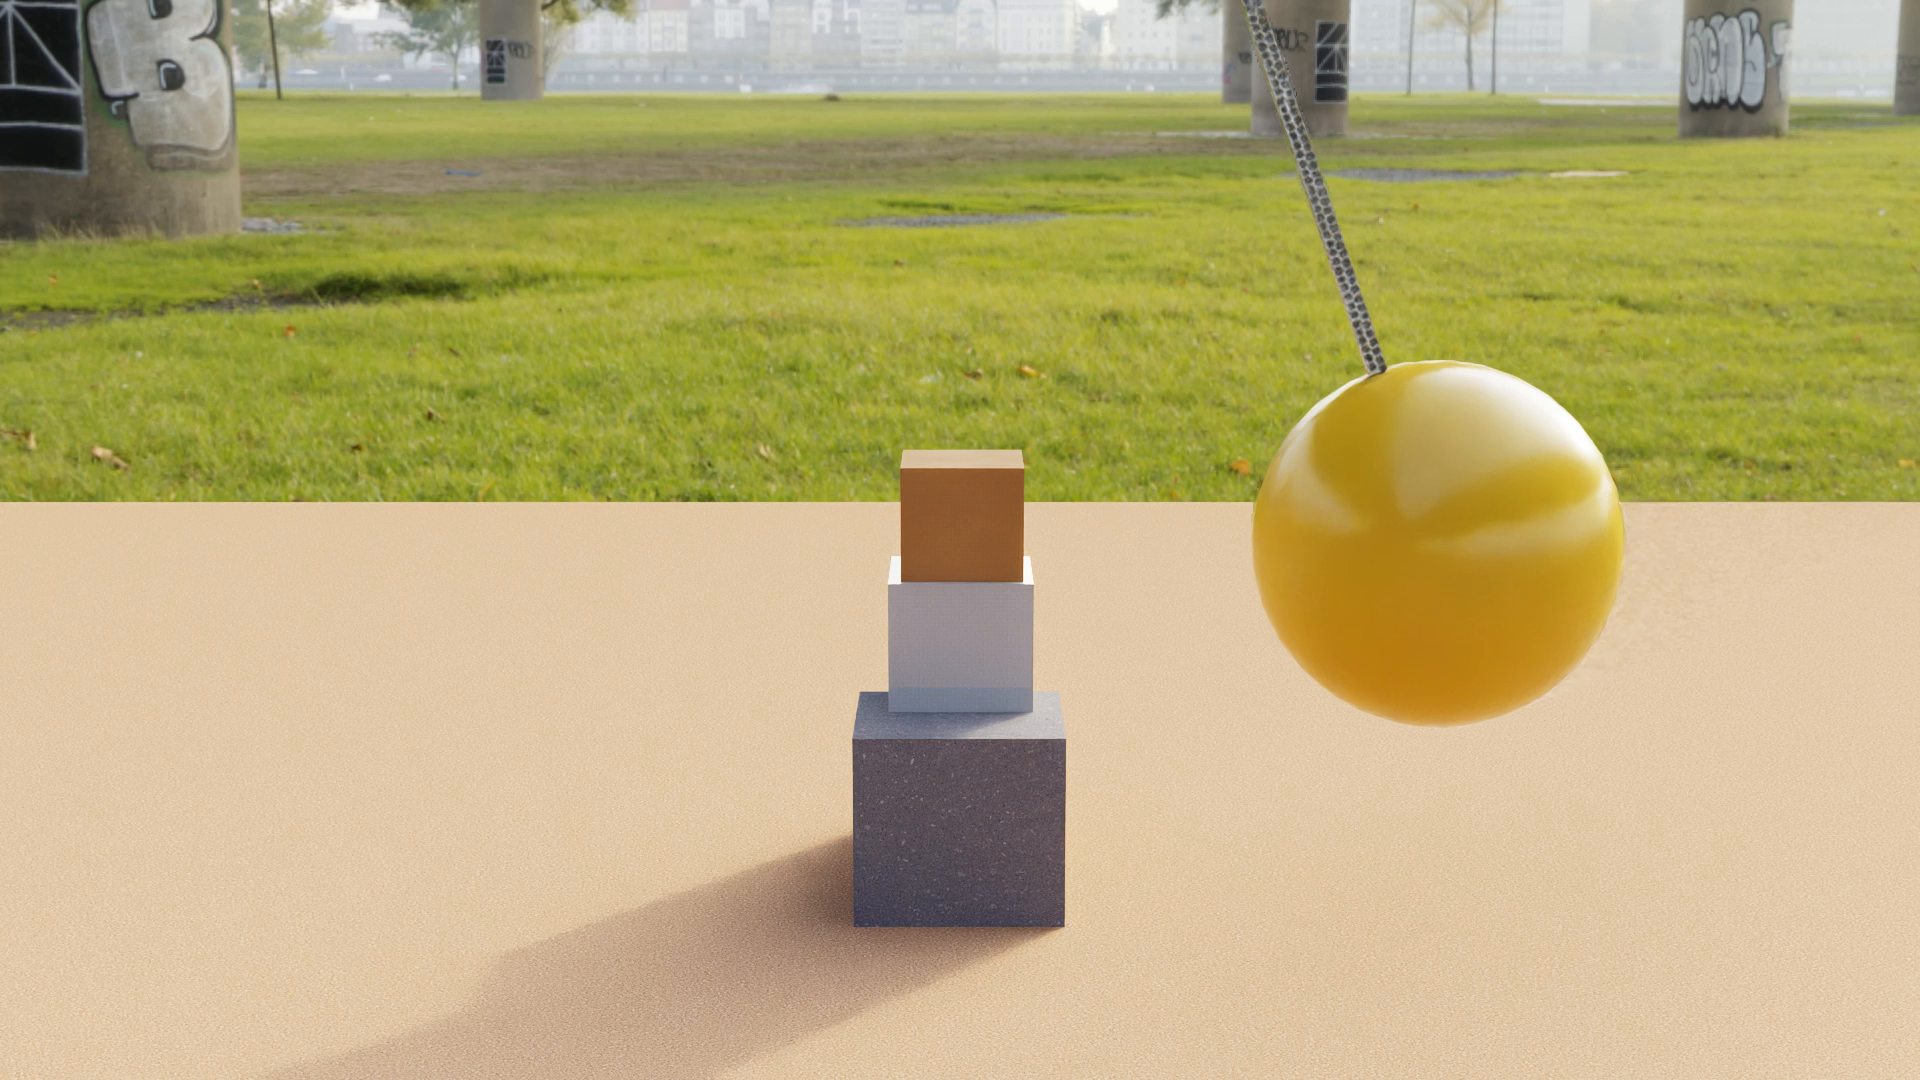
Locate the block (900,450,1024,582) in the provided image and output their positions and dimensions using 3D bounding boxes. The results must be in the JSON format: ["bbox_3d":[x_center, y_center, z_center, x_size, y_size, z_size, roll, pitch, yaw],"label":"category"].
[{"bbox_3d":[0.010,-0.110,11.160,0.524,0.490,0.541,0,10,0],"label":"block"}]

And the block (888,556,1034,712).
[{"bbox_3d":[0.004,0.406,11.254,0.619,0.559,0.635,0,10,0],"label":"block"}]

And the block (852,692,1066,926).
[{"bbox_3d":[-0.003,1.141,11.029,0.880,0.808,0.827,0,10,0],"label":"block"}]

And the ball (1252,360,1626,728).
[{"bbox_3d":[2.074,0.015,11.183,1.600,1.600,1.600,0,10,0],"label":"ball"}]

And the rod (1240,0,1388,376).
[{"bbox_3d":[0.899,-3.124,10.612,0.080,5.200,0.080,-20,10,4],"label":"rod"}]
